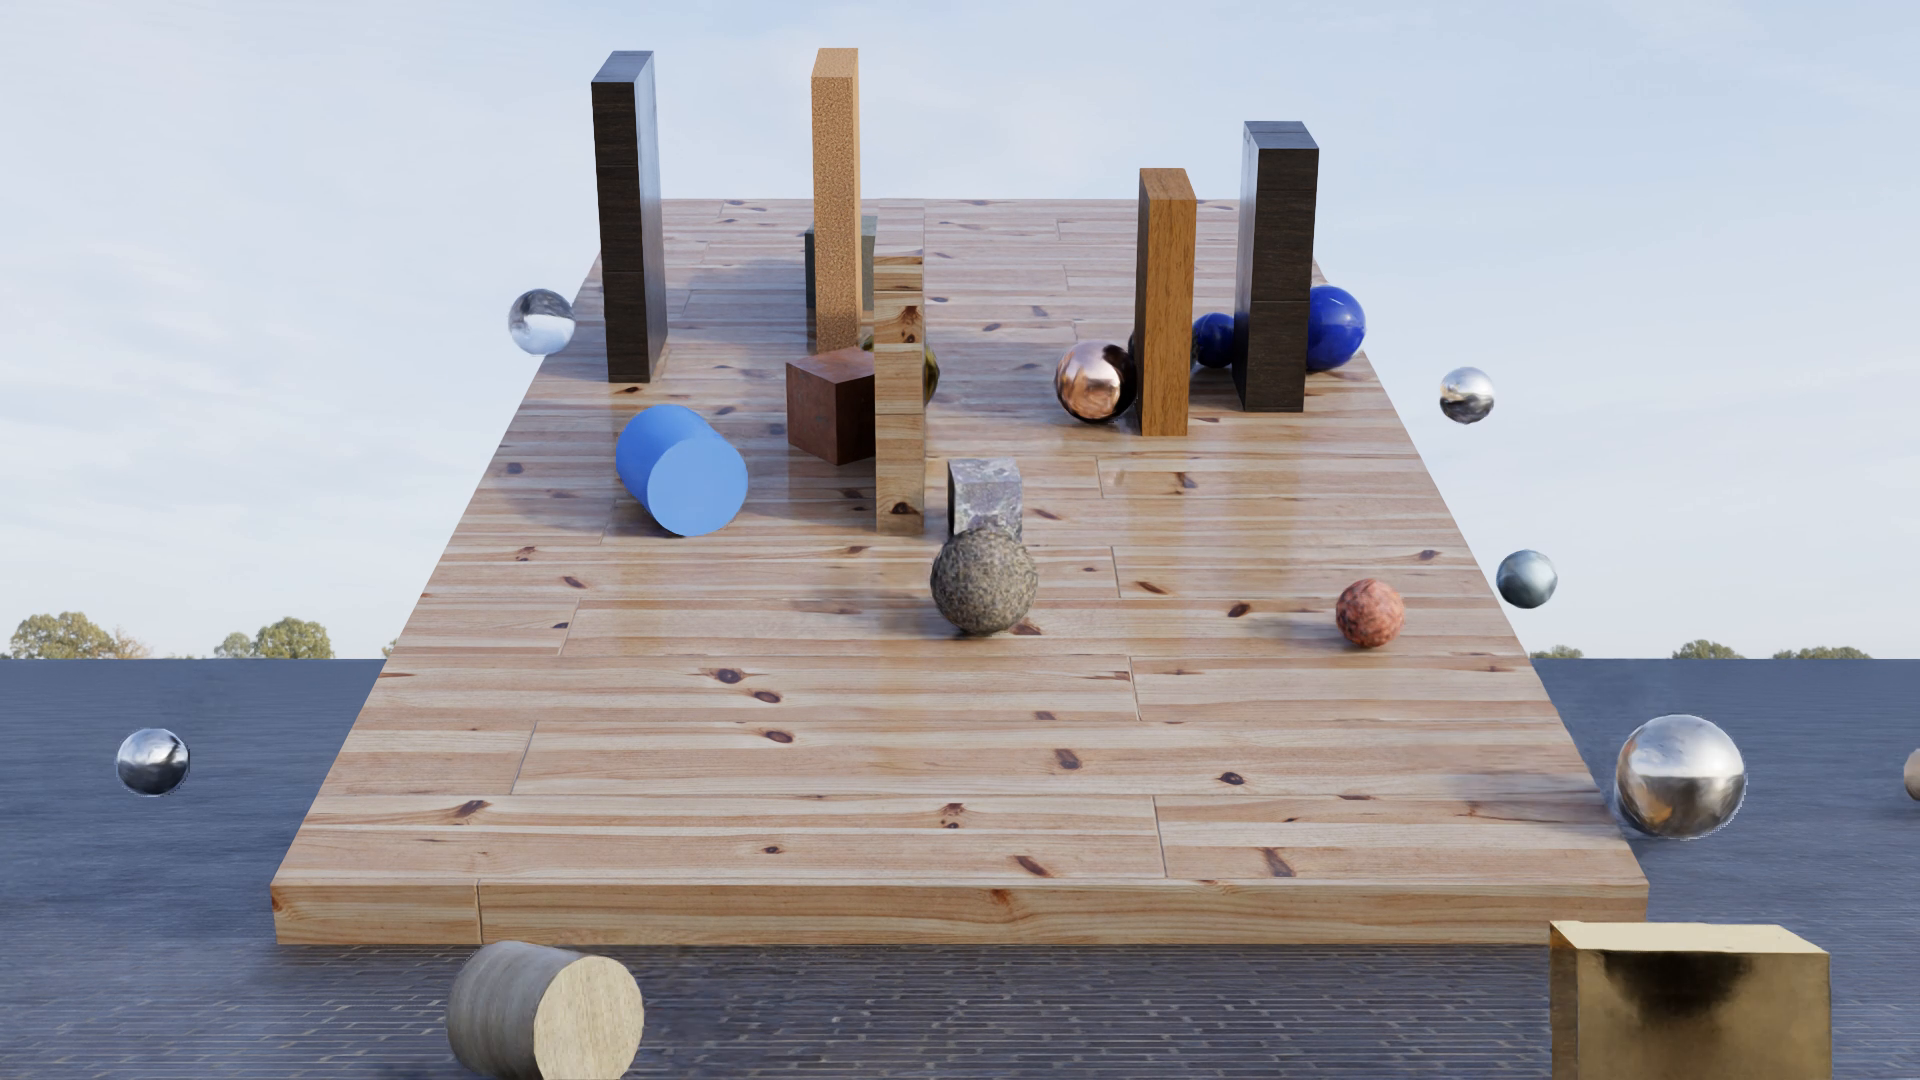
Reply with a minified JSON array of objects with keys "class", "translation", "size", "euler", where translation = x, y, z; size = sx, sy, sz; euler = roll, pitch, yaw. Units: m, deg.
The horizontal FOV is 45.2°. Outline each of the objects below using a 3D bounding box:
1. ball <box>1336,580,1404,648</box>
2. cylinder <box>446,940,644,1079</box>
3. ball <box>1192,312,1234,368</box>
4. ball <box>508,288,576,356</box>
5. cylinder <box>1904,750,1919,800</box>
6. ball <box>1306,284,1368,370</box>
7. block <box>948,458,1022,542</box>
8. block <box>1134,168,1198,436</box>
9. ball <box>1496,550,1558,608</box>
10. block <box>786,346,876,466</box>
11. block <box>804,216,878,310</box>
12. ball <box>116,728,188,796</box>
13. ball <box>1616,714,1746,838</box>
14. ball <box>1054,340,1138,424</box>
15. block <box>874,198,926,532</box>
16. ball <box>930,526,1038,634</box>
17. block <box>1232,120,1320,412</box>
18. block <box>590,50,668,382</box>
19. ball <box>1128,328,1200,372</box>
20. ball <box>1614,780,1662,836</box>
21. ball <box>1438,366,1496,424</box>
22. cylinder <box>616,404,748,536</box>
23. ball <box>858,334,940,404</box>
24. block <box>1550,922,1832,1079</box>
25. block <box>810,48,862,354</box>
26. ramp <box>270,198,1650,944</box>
[{"class":"ball","translation":[0.724,0.129,4.078],"size":[0.121,0.121,0.121],"euler":[0,-3,0]},{"class":"cylinder","translation":[-0.406,0.467,2.255],"size":[0.135,0.135,0.135],"euler":[0,-2,42]},{"class":"ball","translation":[0.611,-0.479,5.518],"size":[0.134,0.134,0.134],"euler":[0,-3,0]},{"class":"ball","translation":[-1.015,-0.528,5.590],"size":[0.162,0.162,0.162],"euler":[0,-3,0]},{"class":"cylinder","translation":[2.782,0.669,6.528],"size":[0.148,0.148,0.148],"euler":[2,-3,-33]},{"class":"ball","translation":[0.868,-0.507,5.499],"size":[0.201,0.201,0.201],"euler":[0,-3,0]},{"class":"block","translation":[0.048,-0.076,4.553],"size":[0.132,0.132,0.132],"euler":[-2,23,-6]},{"class":"block","translation":[0.451,-0.530,5.120],"size":[0.101,0.533,0.284],"euler":[0,23,0]},{"class":"ball","translation":[1.263,0.087,5.138],"size":[0.133,0.133,0.133],"euler":[0,-3,0]},{"class":"block","translation":[-0.247,-0.293,5.000],"size":[0.185,0.185,0.185],"euler":[-17,28,-35]},{"class":"block","translation":[-0.287,-0.726,6.021],"size":[0.199,0.199,0.199],"euler":[3,23,7]},{"class":"ball","translation":[-1.479,0.406,4.224],"size":[0.124,0.124,0.124],"euler":[0,-3,0]},{"class":"ball","translation":[1.087,0.356,3.480],"size":[0.186,0.186,0.186],"euler":[0,-3,0]},{"class":"ball","translation":[0.304,-0.355,5.148],"size":[0.187,0.187,0.187],"euler":[0,-3,0]},{"class":"block","translation":[-0.119,-0.361,4.671],"size":[0.093,0.565,0.444],"euler":[0,23,0]},{"class":"ball","translation":[0.043,0.072,4.119],"size":[0.191,0.191,0.191],"euler":[0,-3,0]},{"class":"block","translation":[0.713,-0.623,5.248],"size":[0.132,0.607,0.275],"euler":[0,23,0]},{"class":"block","translation":[-0.777,-0.768,5.457],"size":[0.097,0.708,0.374],"euler":[0,23,0]},{"class":"ball","translation":[0.476,-0.448,5.399],"size":[0.168,0.168,0.168],"euler":[0,-3,0]},{"class":"ball","translation":[1.624,0.587,5.358],"size":[0.204,0.204,0.204],"euler":[0,-3,0]},{"class":"ball","translation":[1.222,-0.349,5.559],"size":[0.139,0.139,0.139],"euler":[0,-3,0]},{"class":"cylinder","translation":[-0.557,-0.141,4.606],"size":[0.208,0.208,0.208],"euler":[1,20,-27]},{"class":"ball","translation":[-0.147,-0.374,5.175],"size":[0.201,0.201,0.201],"euler":[0,-3,0]},{"class":"block","translation":[0.598,0.425,1.908],"size":[0.192,0.192,0.192],"euler":[0,-3,8]},{"class":"block","translation":[-0.300,-0.836,5.665],"size":[0.097,0.675,0.365],"euler":[0,23,0]},{"class":"ramp","translation":[-0.007,-0.224,5.207],"size":[2.000,0.100,4.000],"euler":[0,23,0]}]
